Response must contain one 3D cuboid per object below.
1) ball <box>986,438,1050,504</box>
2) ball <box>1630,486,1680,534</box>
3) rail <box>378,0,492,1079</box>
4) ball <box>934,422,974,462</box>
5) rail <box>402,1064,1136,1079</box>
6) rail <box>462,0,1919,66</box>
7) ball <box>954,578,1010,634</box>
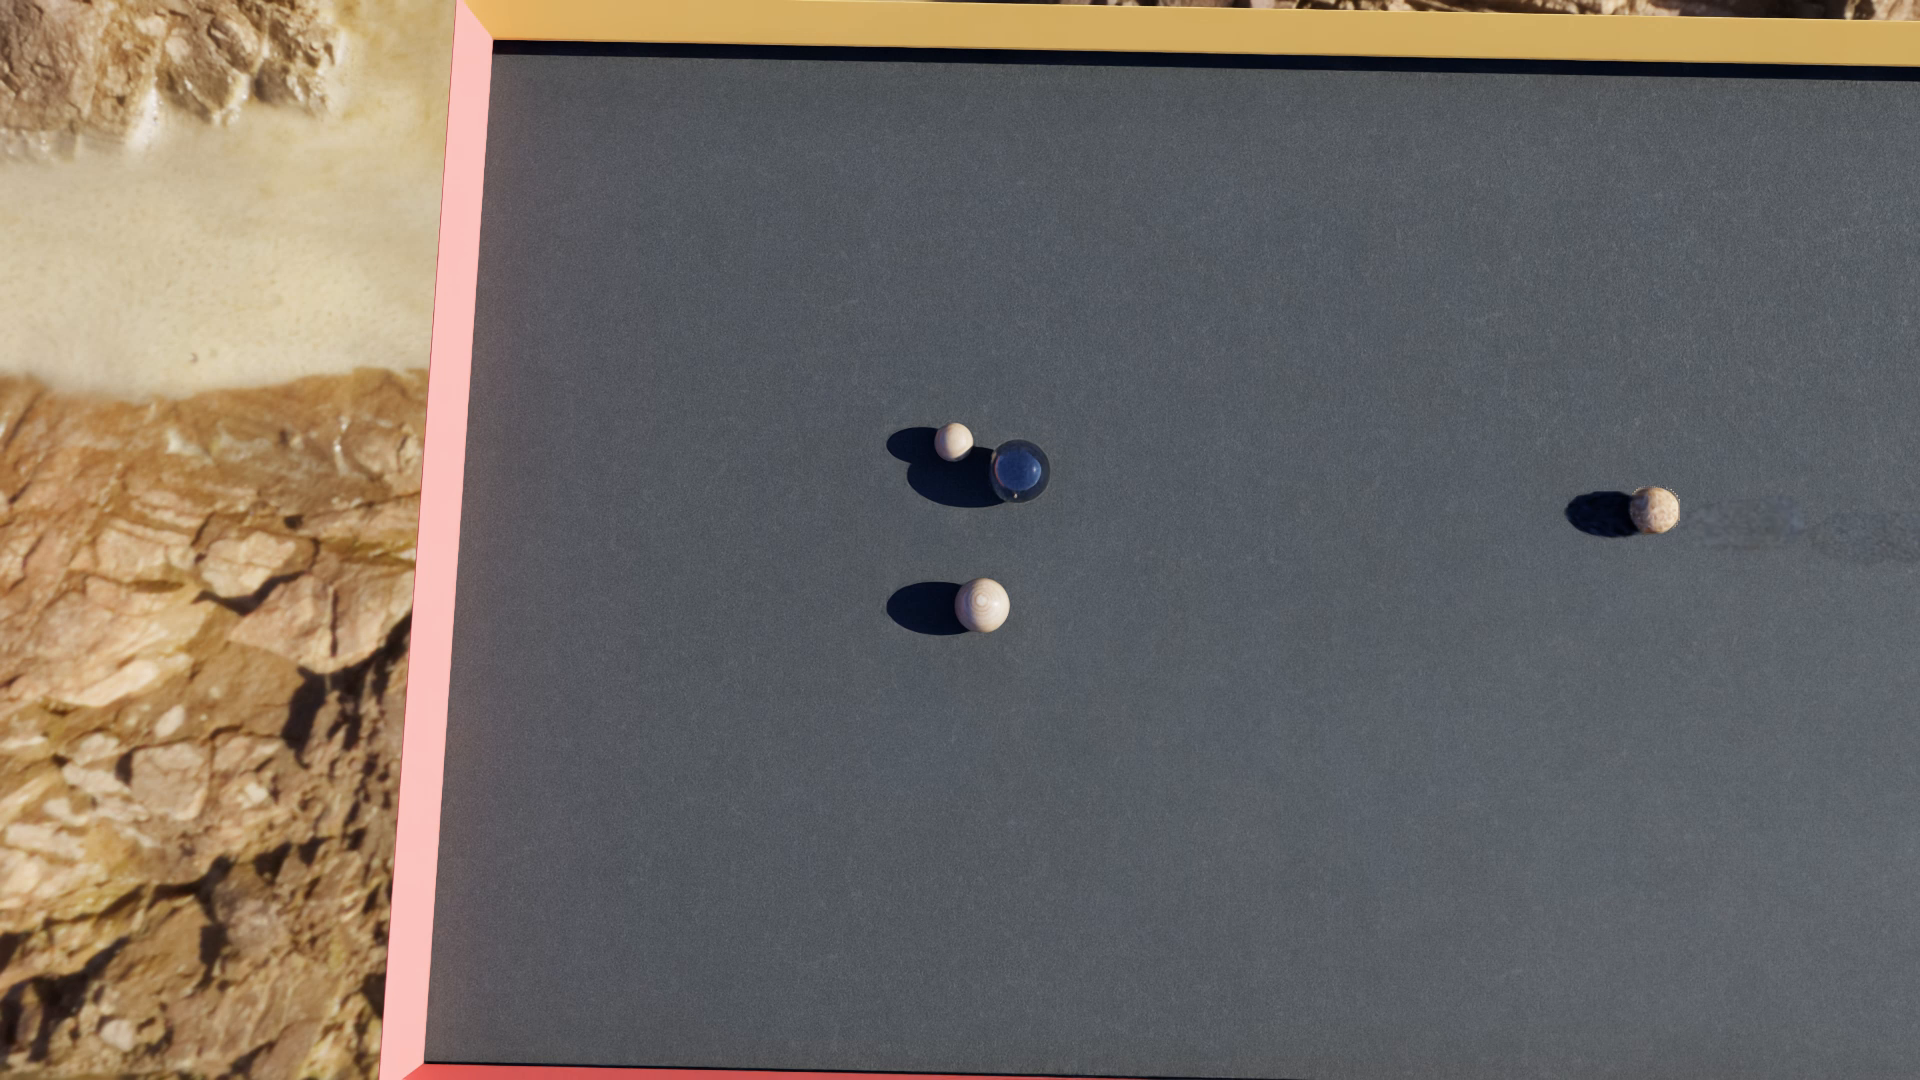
[{"bbox_3d":[0.088,-0.103,3.309,0.098,0.098,0.098,0,78,0],"label":"ball"},{"bbox_3d":[1.045,-0.044,3.310,0.072,0.072,0.072,0,78,0],"label":"ball"},{"bbox_3d":[-0.768,-0.020,3.276,0.045,0.127,1.651,1,78,0],"label":"rail"},{"bbox_3d":[-0.010,-0.148,3.338,0.060,0.060,0.060,0,78,0],"label":"ball"},{"bbox_3d":[0.775,0.796,3.108,3.168,0.127,0.045,1,78,0],"label":"rail"},{"bbox_3d":[0.808,-0.774,3.432,3.168,0.127,0.045,1,78,0],"label":"rail"},{"bbox_3d":[0.033,0.097,3.275,0.083,0.083,0.083,0,78,0],"label":"ball"}]
